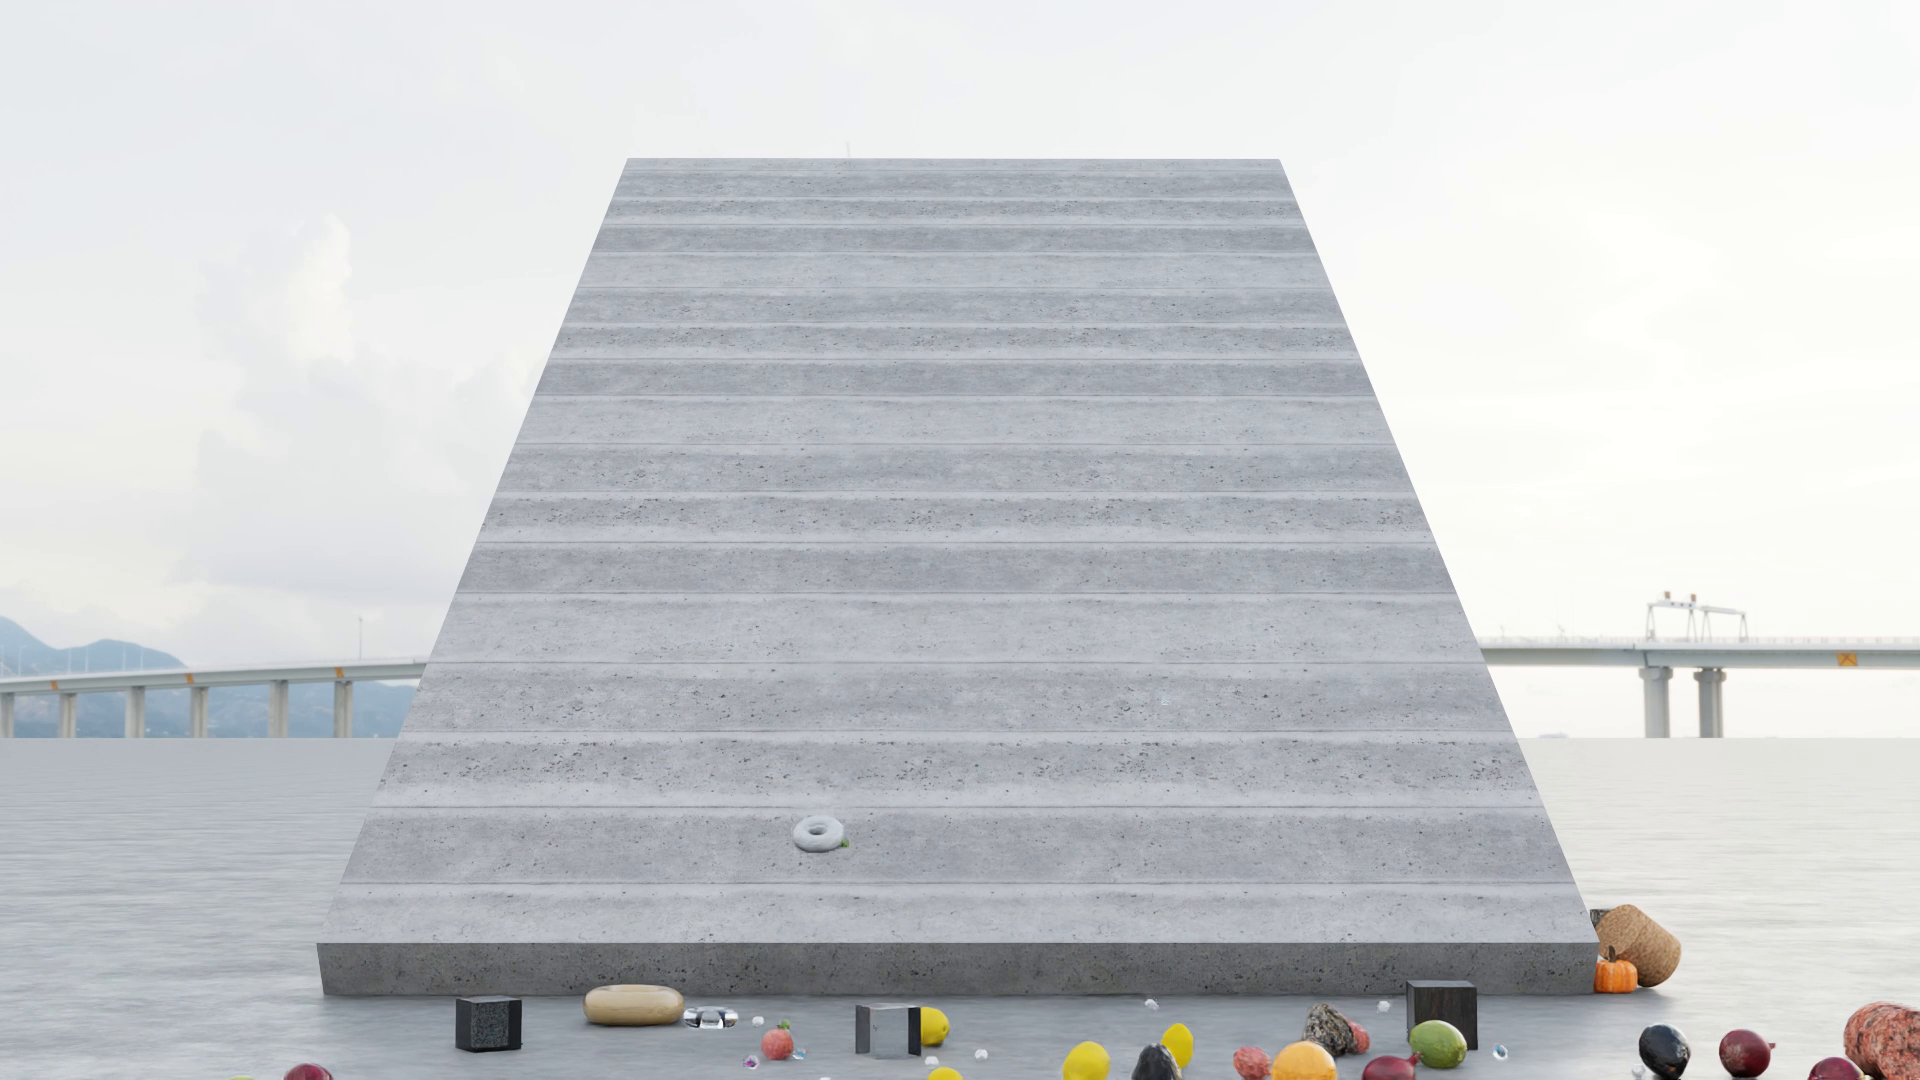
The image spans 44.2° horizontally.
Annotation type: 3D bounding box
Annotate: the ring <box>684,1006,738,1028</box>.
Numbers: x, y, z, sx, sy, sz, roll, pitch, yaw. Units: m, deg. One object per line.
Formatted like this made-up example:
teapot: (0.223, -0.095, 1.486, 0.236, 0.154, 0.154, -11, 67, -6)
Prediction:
ring: (-0.351, 0.671, 3.329, 0.077, 0.026, 0.077, 1, -5, 0)

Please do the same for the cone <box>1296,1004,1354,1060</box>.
cone: (0.450, 0.642, 3.010, 0.073, 0.073, 0.073, -30, 14, -36)

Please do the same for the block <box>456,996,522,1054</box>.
block: (-0.617, 0.633, 3.096, 0.064, 0.064, 0.064, 3, -6, -35)

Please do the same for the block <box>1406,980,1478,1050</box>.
block: (0.636, 0.627, 3.124, 0.081, 0.081, 0.081, 0, -5, 3)

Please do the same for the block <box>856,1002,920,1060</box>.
block: (-0.092, 0.628, 3.031, 0.063, 0.063, 0.063, 2, -5, -27)

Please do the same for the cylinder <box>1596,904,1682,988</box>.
cylinder: (1.097, 0.657, 3.831, 0.098, 0.098, 0.098, 37, -19, -20)

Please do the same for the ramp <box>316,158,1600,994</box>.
ramp: (-0.010, -0.227, 5.496, 2.000, 0.100, 4.000, 0, 27, 0)

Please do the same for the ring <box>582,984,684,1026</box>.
ring: (-0.466, 0.664, 3.378, 0.145, 0.048, 0.145, 1, -5, 0)

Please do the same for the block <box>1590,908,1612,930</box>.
block: (1.319, 0.777, 4.810, 0.053, 0.053, 0.053, 2, -5, -27)

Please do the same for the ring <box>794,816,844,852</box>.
ring: (-0.234, 0.488, 3.931, 0.085, 0.028, 0.085, -1, 27, 1)
